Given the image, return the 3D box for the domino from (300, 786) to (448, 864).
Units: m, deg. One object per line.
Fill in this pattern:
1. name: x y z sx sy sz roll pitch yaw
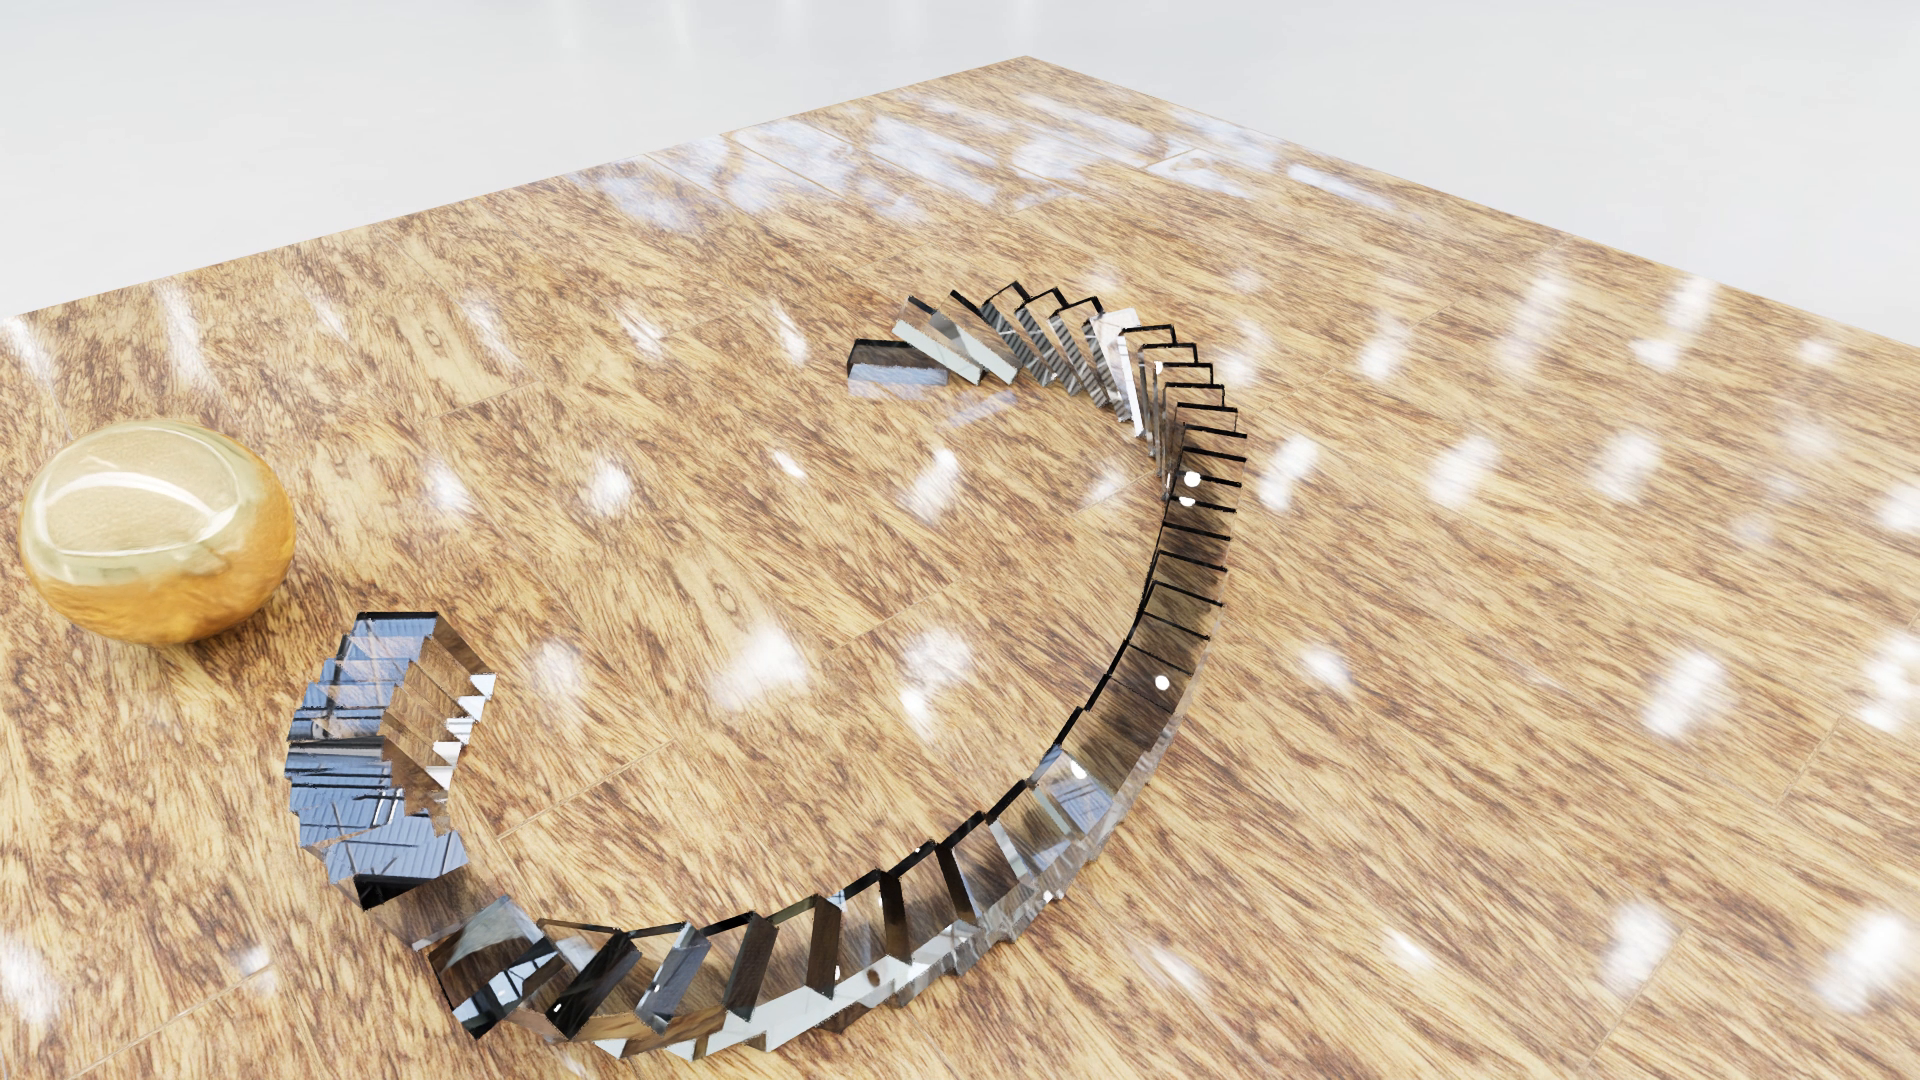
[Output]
1. domino: -0.161 0.085 0.308 0.025 0.050 0.010 -12 61 -14

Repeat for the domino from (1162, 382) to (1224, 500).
1. domino: 0.100 -0.042 0.473 0.025 0.010 0.050 3 76 3

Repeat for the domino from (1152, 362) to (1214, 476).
1. domino: 0.099 -0.053 0.486 0.025 0.010 0.050 1 76 -1

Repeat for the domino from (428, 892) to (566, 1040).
1. domino: -0.121 0.109 0.286 0.025 0.010 0.050 -39 17 -28

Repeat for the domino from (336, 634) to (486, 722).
1. domino: -0.176 0.046 0.356 0.025 0.050 0.009 0 60 0

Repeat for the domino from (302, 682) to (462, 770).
1. domino: -0.177 0.058 0.340 0.025 0.050 0.009 0 60 0

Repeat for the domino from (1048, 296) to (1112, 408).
1. domino: 0.066 -0.091 0.533 0.025 0.010 0.050 -25 83 -27

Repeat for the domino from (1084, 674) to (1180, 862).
1. domino: 0.043 0.069 0.337 0.025 0.009 0.050 29 84 30

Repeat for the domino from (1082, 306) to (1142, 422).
1. domino: 0.079 -0.084 0.523 0.025 0.010 0.050 -17 81 -20

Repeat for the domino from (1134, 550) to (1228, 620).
1. domino: 0.074 0.031 0.384 0.025 0.010 0.050 16 78 19

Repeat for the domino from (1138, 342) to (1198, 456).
1. domino: 0.096 -0.064 0.499 0.025 0.010 0.050 -2 76 -5

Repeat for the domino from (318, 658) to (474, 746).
1. domino: -0.177 0.052 0.348 0.025 0.050 0.009 0 60 0

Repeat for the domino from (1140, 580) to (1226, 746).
1. domino: 0.068 0.041 0.371 0.025 0.009 0.050 20 79 23

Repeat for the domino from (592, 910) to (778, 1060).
1. domino: -0.070 0.114 0.281 0.050 0.009 0.025 -27 29 30

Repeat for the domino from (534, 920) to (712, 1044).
1. domino: -0.088 0.114 0.282 0.050 0.010 0.025 -23 26 37

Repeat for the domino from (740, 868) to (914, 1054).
1. domino: -0.036 0.110 0.287 0.050 0.010 0.025 -36 37 17

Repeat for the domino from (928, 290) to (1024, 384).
1. domino: 0.010 -0.101 0.546 0.050 0.009 0.025 36 39 -7

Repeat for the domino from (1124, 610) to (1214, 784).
1. domino: 0.061 0.051 0.360 0.025 0.009 0.050 23 80 25

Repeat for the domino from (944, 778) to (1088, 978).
1. domino: 0.009 0.094 0.306 0.050 0.010 0.025 -46 48 4

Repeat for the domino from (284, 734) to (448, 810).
1. domino: -0.173 0.072 0.323 0.025 0.050 0.009 -5 60 -5

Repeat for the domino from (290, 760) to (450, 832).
1. domino: -0.167 0.078 0.315 0.025 0.050 0.009 -8 60 -10

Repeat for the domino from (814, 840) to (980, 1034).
1. domino: -0.020 0.105 0.292 0.050 0.010 0.025 -40 41 12

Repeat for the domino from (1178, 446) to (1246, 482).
1. domino: 0.095 -0.010 0.434 0.025 0.009 0.050 13 77 15

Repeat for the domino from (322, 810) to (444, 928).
1. domino: -0.152 0.091 0.301 0.025 0.050 0.010 -19 64 -22

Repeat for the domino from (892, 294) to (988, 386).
1. domino: -0.008 -0.099 0.544 0.050 0.009 0.025 30 37 -15

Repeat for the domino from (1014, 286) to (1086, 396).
1. domino: 0.051 -0.098 0.541 0.025 0.009 0.050 -32 86 -33

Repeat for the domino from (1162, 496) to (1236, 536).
1. domino: 0.084 0.010 0.409 0.025 0.010 0.050 13 77 16

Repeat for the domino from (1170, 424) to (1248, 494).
1. domino: 0.099 -0.020 0.446 0.025 0.010 0.050 12 77 13

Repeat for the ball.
1. ball: -0.282 -0.002 0.391 0.080 0.080 0.080 0 39 0

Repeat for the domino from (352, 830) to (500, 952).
1. domino: -0.141 0.095 0.295 0.025 0.050 0.009 -23 66 -23

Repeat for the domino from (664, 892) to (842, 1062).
1. domino: -0.053 0.113 0.283 0.050 0.009 0.025 -32 33 23

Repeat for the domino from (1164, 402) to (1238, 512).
1. domino: 0.101 -0.031 0.460 0.025 0.010 0.050 7 76 8

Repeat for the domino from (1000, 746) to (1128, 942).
1. domino: 0.022 0.087 0.315 0.050 0.010 0.025 -50 51 1

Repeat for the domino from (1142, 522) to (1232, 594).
1. domino: 0.079 0.021 0.397 0.025 0.010 0.050 14 77 16

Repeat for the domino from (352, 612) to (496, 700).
1. domino: -0.176 0.039 0.364 0.025 0.050 0.010 0 60 0

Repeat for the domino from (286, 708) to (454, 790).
1. domino: -0.176 0.065 0.332 0.025 0.050 0.009 0 60 0

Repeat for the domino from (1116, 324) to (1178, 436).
1. domino: 0.091 -0.075 0.512 0.025 0.009 0.050 -7 77 -10

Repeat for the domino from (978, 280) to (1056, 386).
1. domino: 0.035 -0.103 0.547 0.050 0.009 0.025 50 51 -1

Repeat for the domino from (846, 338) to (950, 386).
1. domino: -0.030 -0.090 0.553 0.050 0.009 0.025 4 40 5

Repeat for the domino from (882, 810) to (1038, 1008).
1. domino: -0.005 0.100 0.299 0.050 0.010 0.025 -43 45 8

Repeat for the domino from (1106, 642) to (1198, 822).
1. domino: 0.052 0.060 0.348 0.025 0.009 0.050 25 81 28

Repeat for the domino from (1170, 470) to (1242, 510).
1. domino: 0.090 0.000 0.421 0.025 0.009 0.050 13 77 16

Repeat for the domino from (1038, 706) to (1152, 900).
1. domino: 0.033 0.078 0.327 0.025 0.009 0.050 31 85 32

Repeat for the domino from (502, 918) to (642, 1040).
1. domino: -0.105 0.112 0.284 0.050 0.009 0.025 -16 24 46
